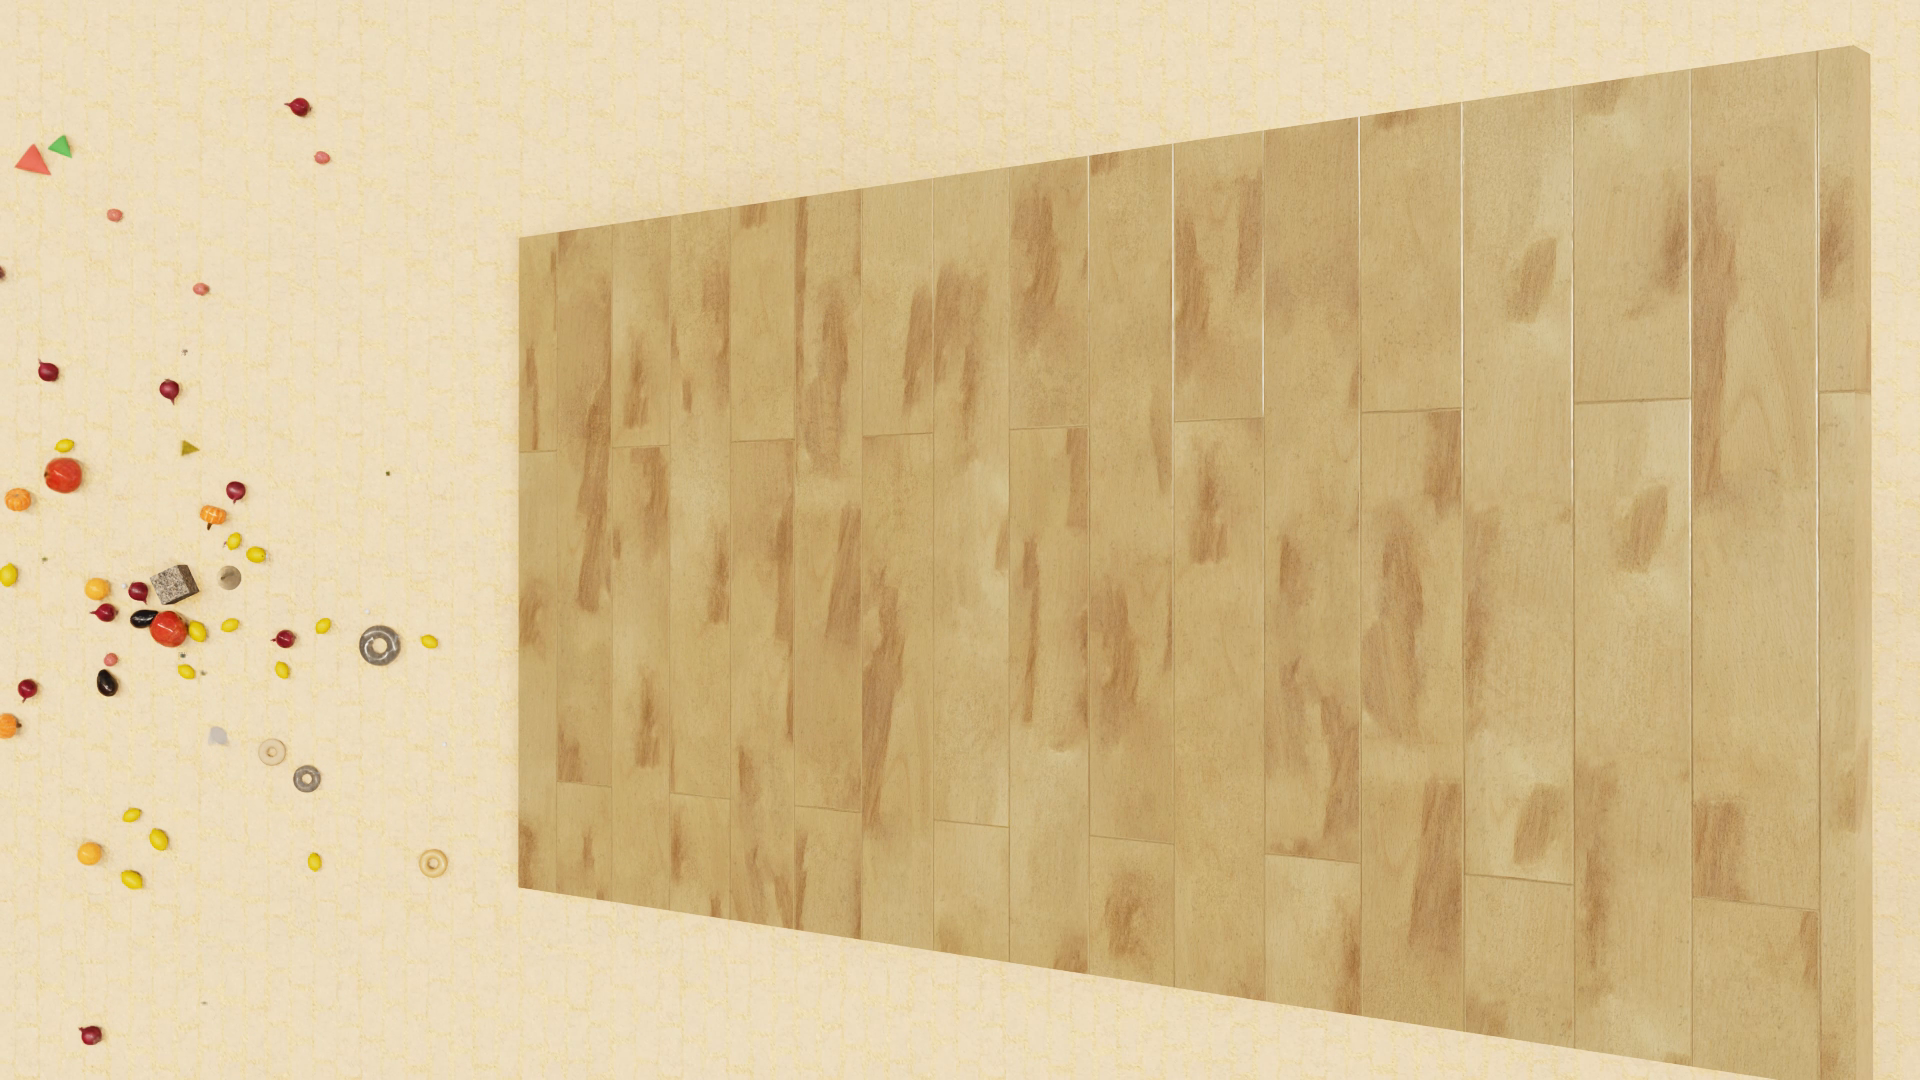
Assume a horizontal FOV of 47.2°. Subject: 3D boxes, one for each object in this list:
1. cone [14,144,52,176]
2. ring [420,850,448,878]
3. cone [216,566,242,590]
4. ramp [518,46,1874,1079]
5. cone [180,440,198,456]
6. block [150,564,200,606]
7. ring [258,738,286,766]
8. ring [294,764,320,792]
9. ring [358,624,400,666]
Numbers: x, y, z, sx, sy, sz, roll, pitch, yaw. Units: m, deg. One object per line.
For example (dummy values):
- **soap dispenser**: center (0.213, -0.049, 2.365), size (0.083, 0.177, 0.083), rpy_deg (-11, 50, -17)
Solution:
- **cone**: center (-2.865, -1.163, 6.830), size (0.098, 0.098, 0.098), rpy_deg (39, 90, -26)
- **ring**: center (-1.635, 1.004, 6.824), size (0.089, 0.030, 0.089), rpy_deg (0, 88, 0)
- **cone**: center (-2.275, 0.118, 6.805), size (0.078, 0.078, 0.078), rpy_deg (0, 90, 0)
- **ramp**: center (0.208, 0.061, 5.523), size (4.000, 0.100, 2.000), rpy_deg (0, 90, 40)
- **cone**: center (-2.390, -0.282, 6.834), size (0.057, 0.057, 0.057), rpy_deg (7, 90, -28)
- **block**: center (-2.427, 0.138, 6.797), size (0.093, 0.093, 0.093), rpy_deg (-25, 90, 0)
- **ring**: center (-2.136, 0.659, 6.827), size (0.084, 0.028, 0.084), rpy_deg (0, 90, -1)
- **ring**: center (-2.027, 0.742, 6.826), size (0.088, 0.029, 0.088), rpy_deg (0, 88, 1)
- **ring**: center (-1.800, 0.328, 6.822), size (0.131, 0.044, 0.131), rpy_deg (0, 91, 0)
